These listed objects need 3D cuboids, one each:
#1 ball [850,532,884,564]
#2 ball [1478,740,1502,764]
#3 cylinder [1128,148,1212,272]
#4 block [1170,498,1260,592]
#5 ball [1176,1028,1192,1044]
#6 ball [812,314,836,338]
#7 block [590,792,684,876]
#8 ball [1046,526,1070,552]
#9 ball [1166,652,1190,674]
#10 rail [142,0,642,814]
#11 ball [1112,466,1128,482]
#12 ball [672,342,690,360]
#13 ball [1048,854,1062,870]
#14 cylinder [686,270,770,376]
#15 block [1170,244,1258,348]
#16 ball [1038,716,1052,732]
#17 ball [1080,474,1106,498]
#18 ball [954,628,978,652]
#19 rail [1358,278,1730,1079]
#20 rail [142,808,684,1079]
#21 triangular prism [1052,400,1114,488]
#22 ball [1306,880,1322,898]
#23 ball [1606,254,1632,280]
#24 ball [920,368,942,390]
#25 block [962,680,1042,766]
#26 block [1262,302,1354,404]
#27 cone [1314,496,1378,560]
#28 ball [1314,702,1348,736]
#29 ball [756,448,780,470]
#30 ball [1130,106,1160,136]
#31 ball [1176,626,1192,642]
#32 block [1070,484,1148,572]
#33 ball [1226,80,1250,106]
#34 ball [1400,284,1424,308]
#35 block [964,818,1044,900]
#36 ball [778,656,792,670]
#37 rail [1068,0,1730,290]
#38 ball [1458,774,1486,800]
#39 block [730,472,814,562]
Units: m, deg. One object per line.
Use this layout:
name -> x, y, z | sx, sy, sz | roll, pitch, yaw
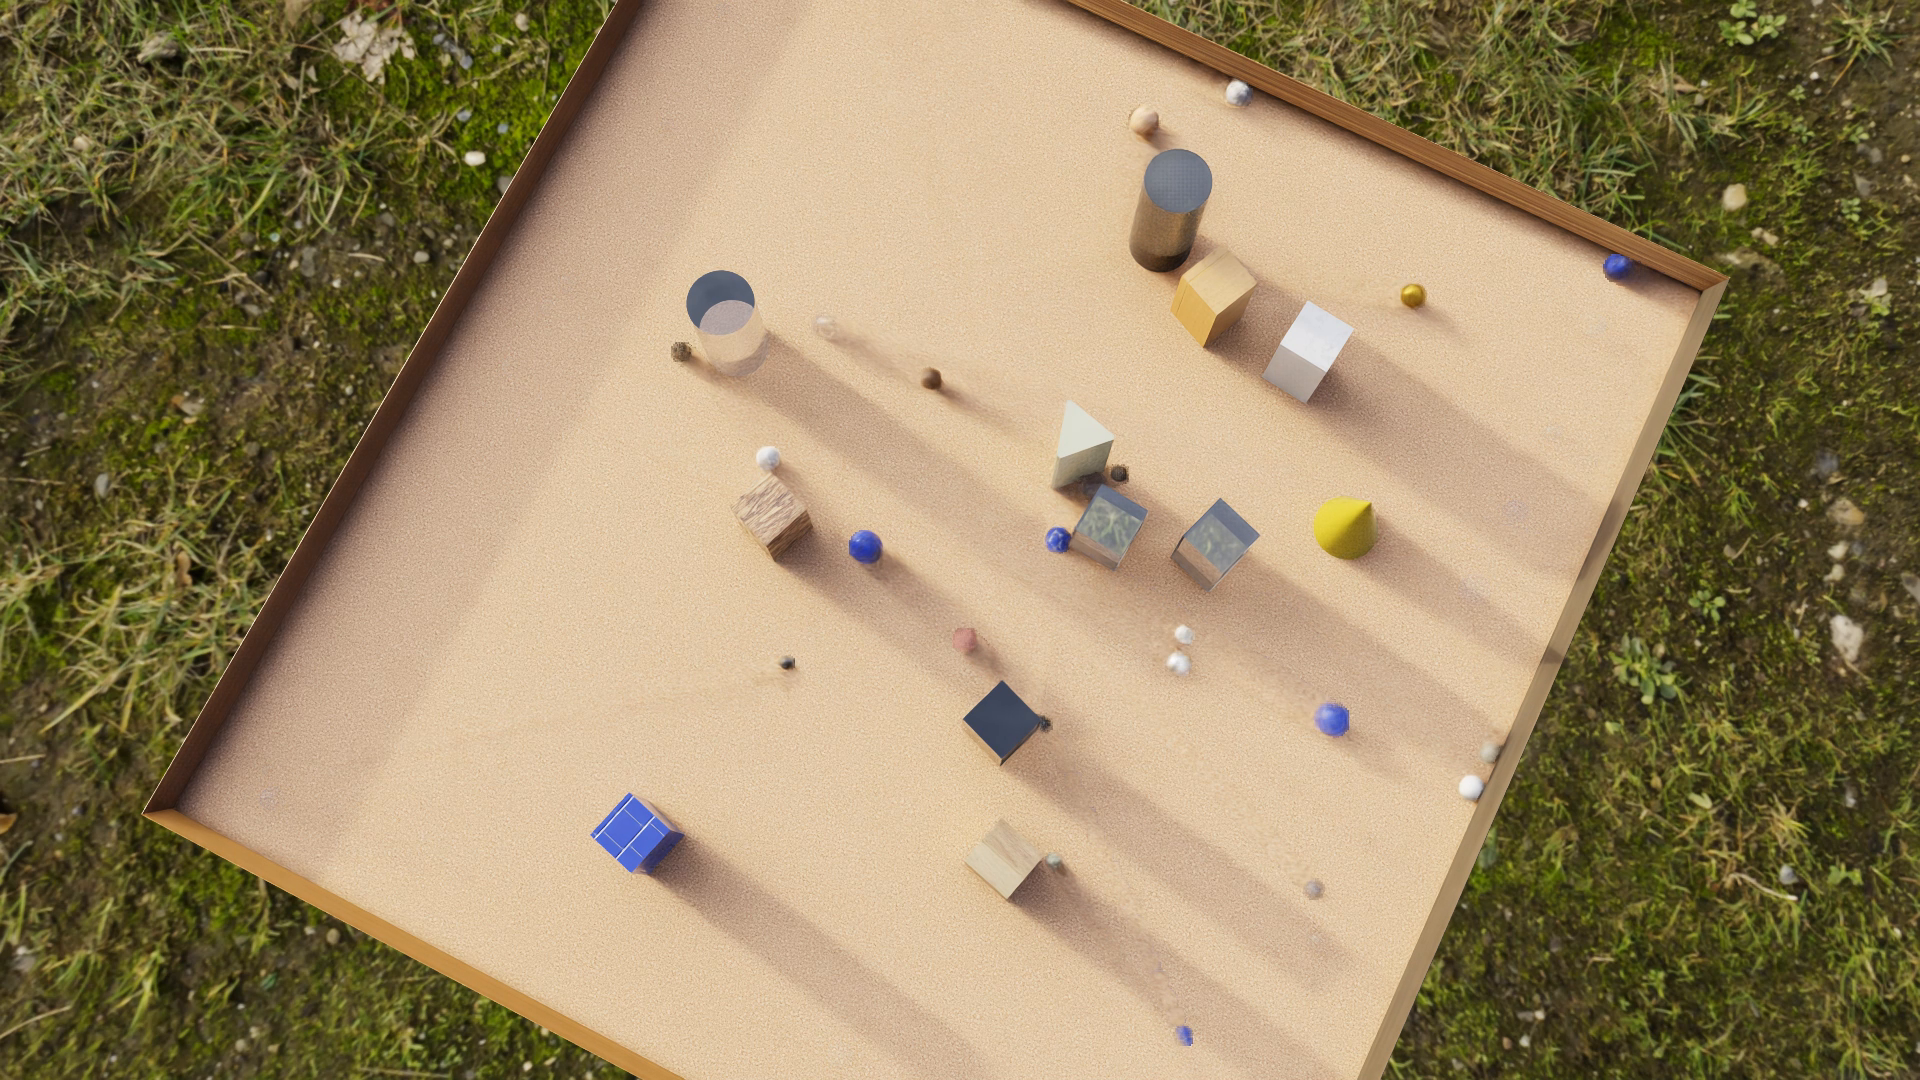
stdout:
ball -> -0.283, 0.024, 5.561 | 0.100, 0.100, 0.100 | 0, 78, 0
ball -> 1.577, 0.630, 5.452 | 0.067, 0.067, 0.067 | 0, 78, 0
cylinder -> 0.635, -0.993, 5.568 | 0.199, 0.498, 0.199 | 0, 78, 0
block -> 0.756, 0.019, 5.449 | 0.160, 0.320, 0.160 | 44, 82, 8
ball -> 0.647, 1.433, 5.296 | 0.047, 0.047, 0.047 | 0, 78, 0
ball -> -0.423, -0.667, 5.717 | 0.074, 0.074, 0.074 | 0, 78, 0
block -> -0.928, 0.852, 5.294 | 0.160, 0.286, 0.160 | 41, 81, 8
ball -> 0.299, -0.005, 5.578 | 0.077, 0.077, 0.077 | 0, 78, 0
ball -> 0.655, 0.370, 5.506 | 0.067, 0.067, 0.067 | 0, 78, 0
rail -> -1.553, -0.753, 5.705 | 0.045, 0.130, 3.594 | 26, 80, 5
ball -> 0.490, -0.203, 5.632 | 0.052, 0.052, 0.052 | 0, 78, 0
ball -> -0.867, -0.586, 5.709 | 0.056, 0.056, 0.056 | 0, 78, 0
ball -> 0.279, 0.947, 5.398 | 0.044, 0.044, 0.044 | 0, 78, 0
cylinder -> -0.697, -0.649, 5.539 | 0.199, 0.416, 0.199 | 0, 78, 0
block -> 0.773, -0.744, 5.609 | 0.160, 0.317, 0.160 | -38, 81, -7
ball -> 0.250, 0.550, 5.479 | 0.046, 0.046, 0.046 | 0, 78, 0
ball -> 0.408, -0.166, 5.612 | 0.076, 0.076, 0.076 | 0, 78, 0
ball -> 0.018, 0.301, 5.520 | 0.068, 0.068, 0.068 | 0, 78, 0
rail -> 1.553, 0.767, 5.391 | 0.045, 0.130, 3.594 | 26, 80, 5
rail -> -0.793, 1.560, 5.226 | 3.520, 0.130, 0.045 | 26, 80, 5
triangular prism -> 0.339, -0.296, 5.476 | 0.173, 0.395, 0.150 | -19, 79, -4
ball -> 1.039, 1.024, 5.379 | 0.049, 0.049, 0.049 | 0, 78, 0
ball -> 2.069, -0.855, 5.753 | 0.080, 0.080, 0.080 | 0, 78, 0
ball -> -0.090, -0.501, 5.686 | 0.068, 0.068, 0.068 | 0, 78, 0
block -> 0.120, 0.540, 5.359 | 0.160, 0.286, 0.160 | -44, 82, -8
block -> 1.052, -0.566, 5.561 | 0.160, 0.338, 0.160 | 33, 80, 6
cone -> 1.185, -0.074, 5.452 | 0.199, 0.352, 0.199 | 0, 78, 0
ball -> 1.104, 0.533, 5.456 | 0.099, 0.099, 0.099 | 0, 78, 0
ball -> -0.590, -0.249, 5.631 | 0.073, 0.073, 0.073 | 0, 78, 0
ball -> 0.590, -1.337, 5.846 | 0.092, 0.092, 0.092 | 0, 78, 0
ball -> 0.675, 0.285, 5.531 | 0.052, 0.052, 0.052 | 0, 78, 0
block -> 0.445, -0.035, 5.496 | 0.160, 0.250, 0.160 | 31, 80, 6
ball -> 0.891, -1.431, 5.872 | 0.080, 0.080, 0.080 | 0, 78, 0
ball -> 1.416, -0.765, 5.737 | 0.074, 0.074, 0.074 | 0, 78, 0
block -> 0.124, 0.921, 5.280 | 0.160, 0.286, 0.160 | 41, 81, 8
ball -> -0.525, 0.369, 5.519 | 0.042, 0.042, 0.042 | 0, 78, 0
rail -> 0.793, -1.546, 5.870 | 3.520, 0.130, 0.045 | 26, 80, 5
ball -> 1.516, 0.733, 5.427 | 0.075, 0.075, 0.075 | 0, 78, 0
block -> -0.562, -0.067, 5.495 | 0.160, 0.265, 0.160 | -43, 81, -8
